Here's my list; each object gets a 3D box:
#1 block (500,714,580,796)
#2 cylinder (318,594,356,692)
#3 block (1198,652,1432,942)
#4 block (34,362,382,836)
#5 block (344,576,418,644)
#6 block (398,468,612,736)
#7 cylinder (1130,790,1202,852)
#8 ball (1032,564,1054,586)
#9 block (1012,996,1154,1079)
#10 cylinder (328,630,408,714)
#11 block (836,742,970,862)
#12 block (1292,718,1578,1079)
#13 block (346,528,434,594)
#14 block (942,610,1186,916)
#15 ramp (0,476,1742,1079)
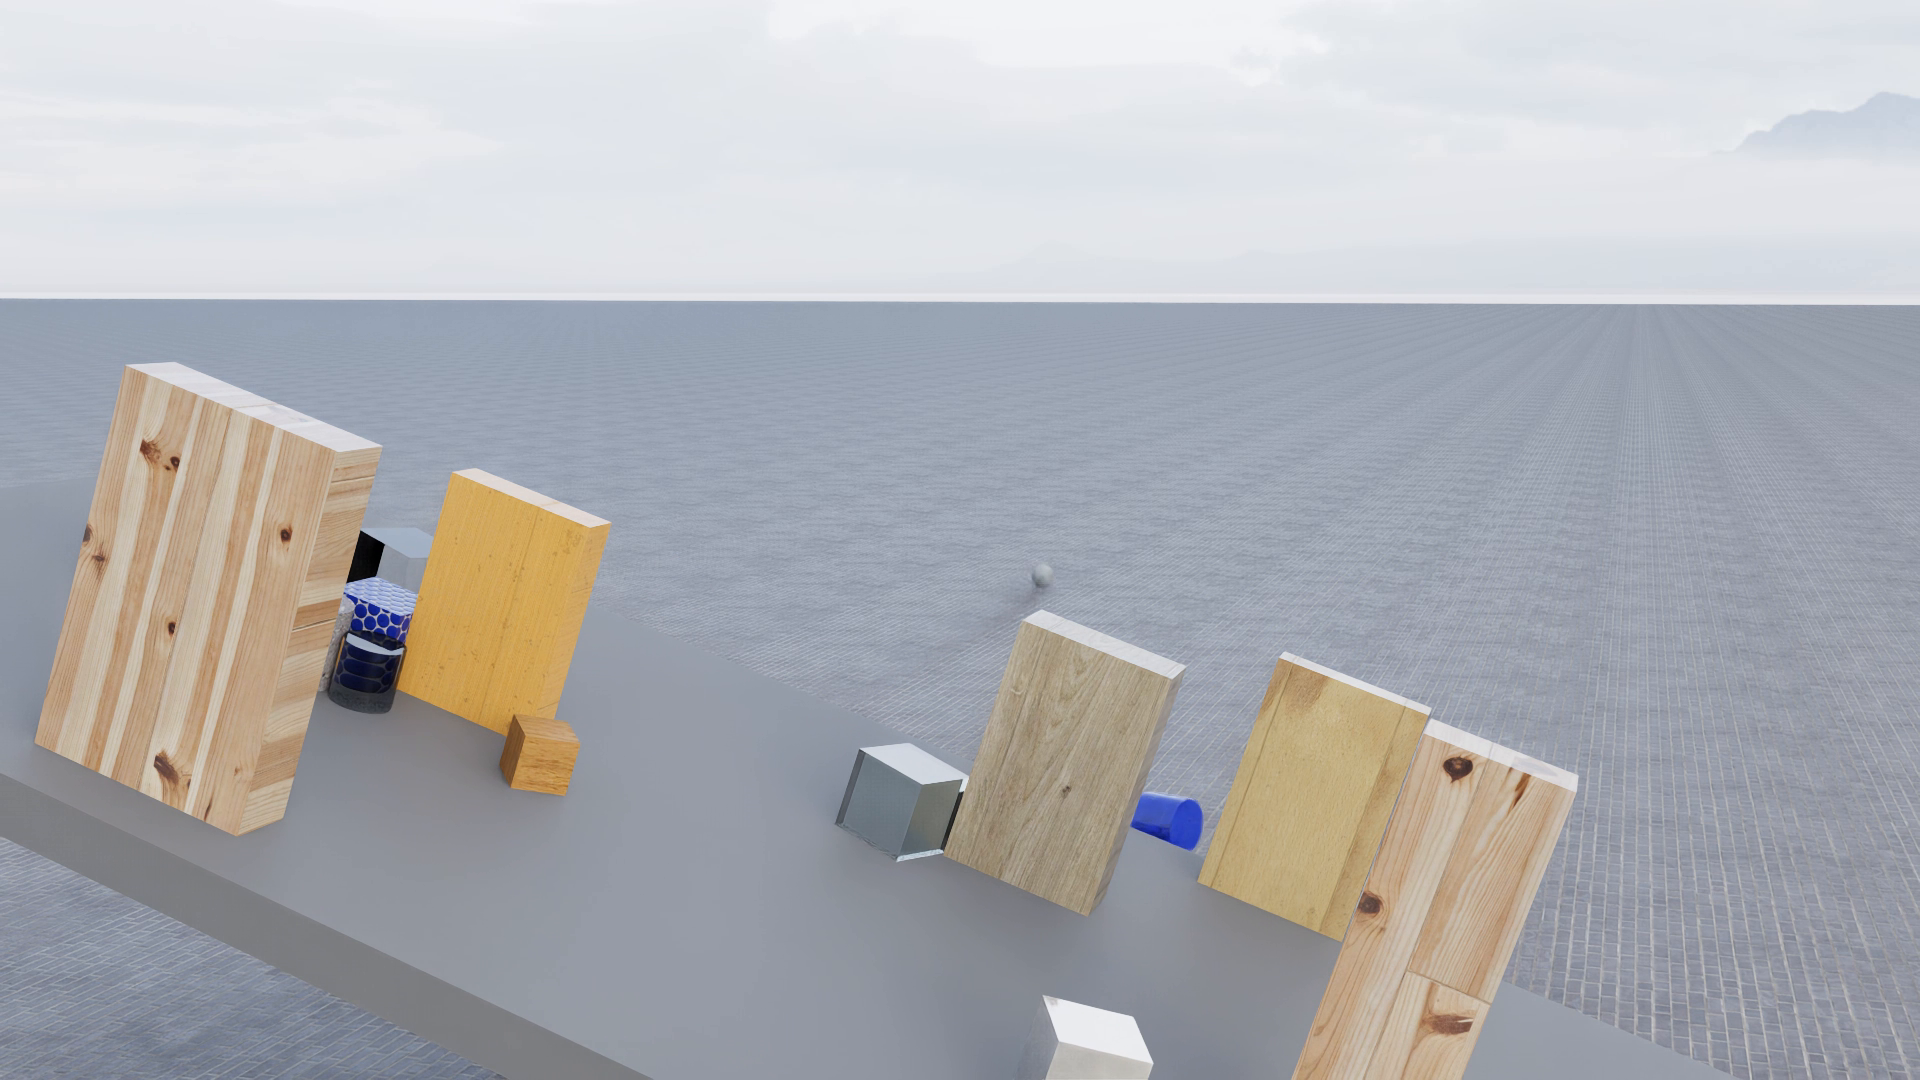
[{"bbox_3d":[-0.796,0.406,4.162,0.107,0.107,0.107,12,13,-27],"label":"block"},{"bbox_3d":[-1.282,0.187,4.289,0.163,0.163,0.163,17,12,-4],"label":"cylinder"},{"bbox_3d":[0.765,0.555,4.765,0.335,0.536,0.080,21,12,14],"label":"block"},{"bbox_3d":[-1.230,0.093,3.586,0.407,0.662,0.125,21,12,14],"label":"block"},{"bbox_3d":[-1.177,0.188,4.447,0.162,0.162,0.162,21,12,14],"label":"block"},{"bbox_3d":[-0.912,0.130,4.373,0.313,0.461,0.094,21,12,14],"label":"block"},{"bbox_3d":[0.654,0.910,7.079,0.180,0.180,0.180,6,9,40],"label":"cylinder"},{"bbox_3d":[0.492,0.211,13.092,0.135,0.135,0.135,0,7,0],"label":"ball"},{"bbox_3d":[0.194,0.849,3.507,0.158,0.158,0.158,16,12,-11],"label":"block"},{"bbox_3d":[-1.151,0.256,4.271,0.124,0.124,0.124,17,12,-4],"label":"cylinder"},{"bbox_3d":[-0.115,0.530,4.462,0.169,0.169,0.169,26,14,32],"label":"block"},{"bbox_3d":[0.718,0.694,3.476,0.240,0.780,0.120,21,12,14],"label":"block"},{"bbox_3d":[-1.220,0.086,4.818,0.172,0.172,0.172,25,14,30],"label":"block"},{"bbox_3d":[0.212,0.449,4.461,0.321,0.520,0.148,21,12,14],"label":"block"},{"bbox_3d":[-0.349,0.651,4.221,4.000,0.100,2.000,21,12,14],"label":"ramp"}]
